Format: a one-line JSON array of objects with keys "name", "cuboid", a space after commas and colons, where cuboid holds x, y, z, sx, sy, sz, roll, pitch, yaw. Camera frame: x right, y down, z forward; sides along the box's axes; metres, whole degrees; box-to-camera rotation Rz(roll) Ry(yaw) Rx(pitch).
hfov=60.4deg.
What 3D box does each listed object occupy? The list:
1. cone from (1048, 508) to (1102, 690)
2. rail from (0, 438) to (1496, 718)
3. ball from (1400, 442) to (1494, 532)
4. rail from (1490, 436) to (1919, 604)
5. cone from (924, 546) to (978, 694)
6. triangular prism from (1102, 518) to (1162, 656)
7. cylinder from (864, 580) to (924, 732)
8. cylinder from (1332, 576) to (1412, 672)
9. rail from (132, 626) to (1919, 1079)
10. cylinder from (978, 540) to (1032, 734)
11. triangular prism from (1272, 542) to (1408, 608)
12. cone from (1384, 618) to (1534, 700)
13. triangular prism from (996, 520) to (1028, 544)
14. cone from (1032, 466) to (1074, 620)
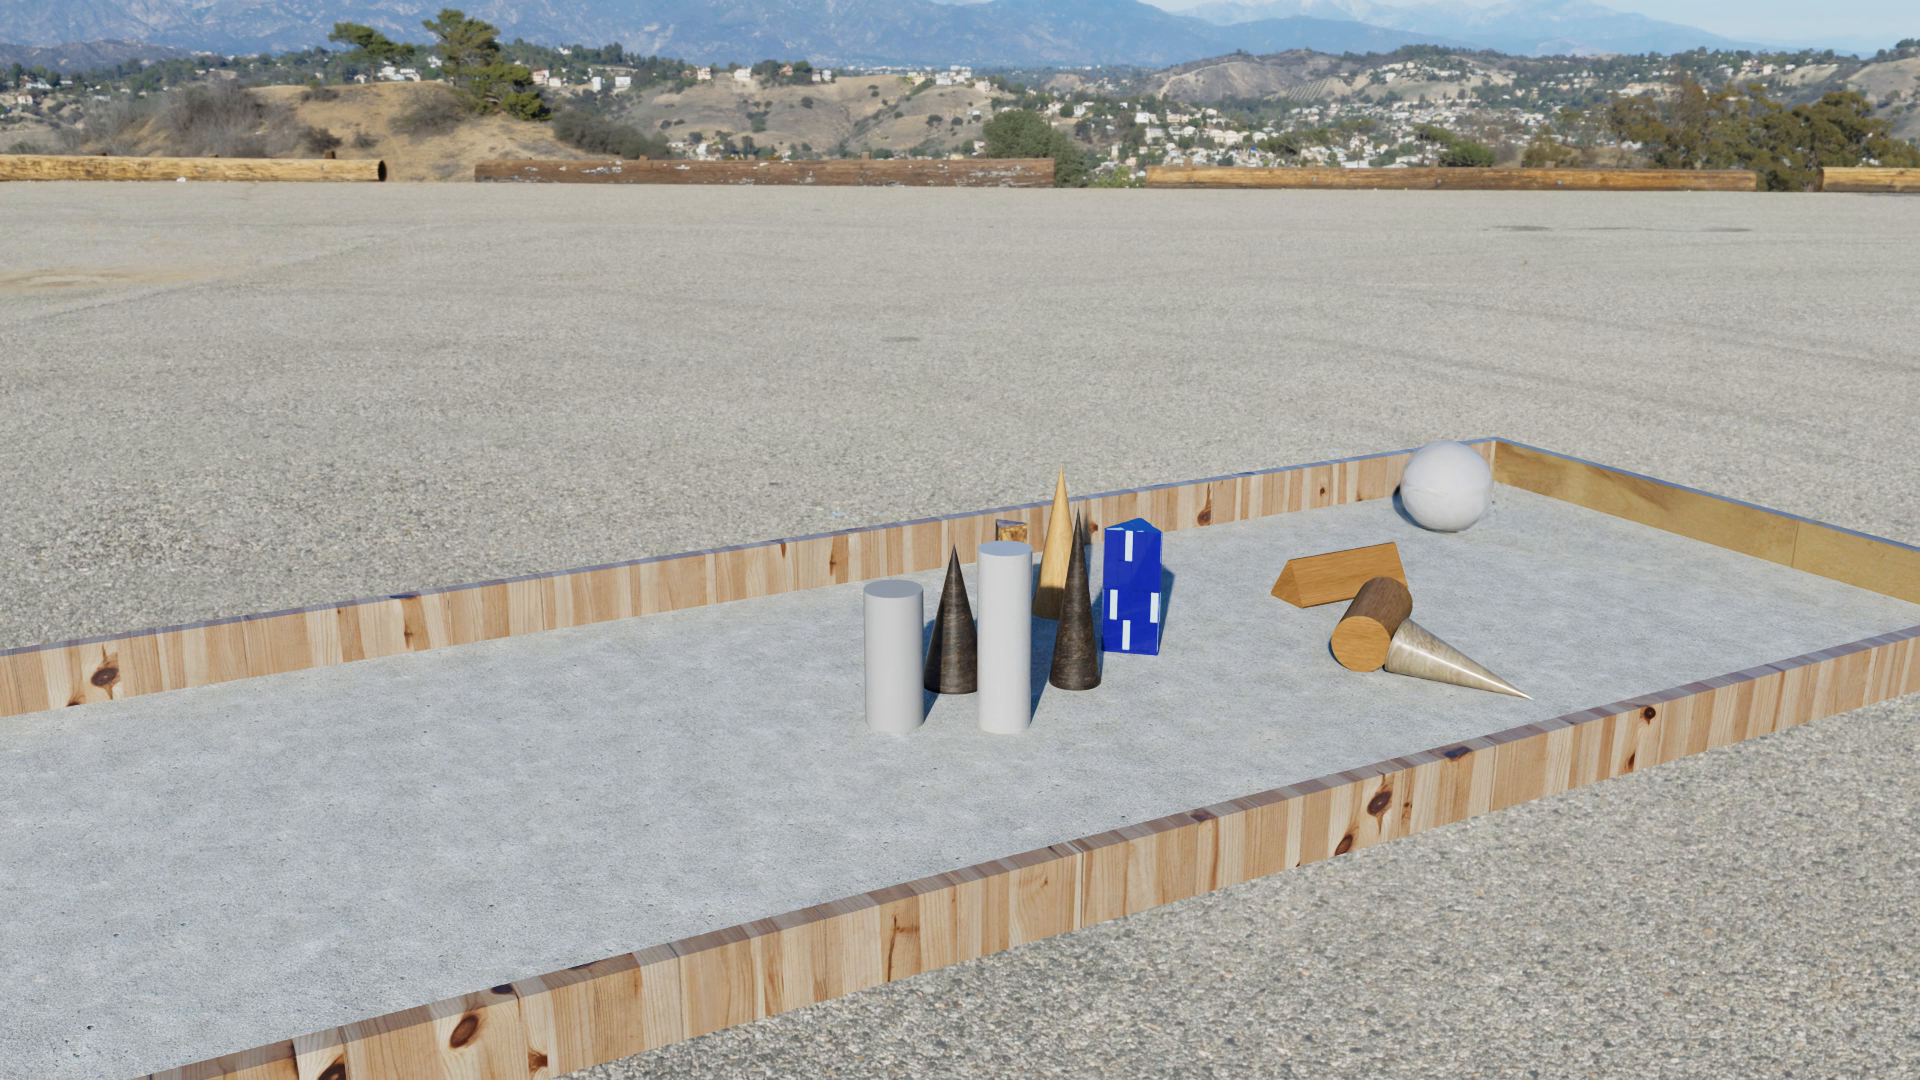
[{"name": "cone", "cuboid": [0.289, 0.135, 4.083, 0.132, 0.457, 0.132, 0, 16, 0]}, {"name": "rail", "cuboid": [-3.305, 0.497, 3.399, 12.000, 0.150, 0.050, -9, 18, -27]}, {"name": "ball", "cuboid": [1.600, -0.174, 5.422, 0.297, 0.297, 0.297, 0, 16, 0]}, {"name": "rail", "cuboid": [2.466, -0.048, 5.253, 0.050, 0.150, 2.100, -9, 18, -27]}, {"name": "cone", "cuboid": [-0.014, 0.181, 4.090, 0.172, 0.365, 0.172, 0, 16, 0]}, {"name": "triangular prism", "cuboid": [0.462, 0.119, 4.355, 0.149, 0.335, 0.129, 4, 17, 14]}, {"name": "cylinder", "cuboid": [-0.154, 0.270, 3.852, 0.139, 0.329, 0.139, 0, 16, 0]}, {"name": "cylinder", "cuboid": [1.089, 0.218, 4.345, 0.150, 0.150, 0.357, 7, 18, 22]}, {"name": "rail", "cuboid": [-2.336, 1.006, 1.665, 12.000, 0.150, 0.050, -9, 18, -27]}, {"name": "cylinder", "cuboid": [0.103, 0.225, 3.824, 0.126, 0.430, 0.126, 0, 16, 0]}, {"name": "triangular prism", "cuboid": [1.113, 0.090, 4.816, 0.392, 0.124, 0.143, -8, 19, -27]}, {"name": "cone", "cuboid": [1.258, 0.328, 4.111, 0.357, 0.146, 0.146, 23, 26, 28]}, {"name": "triangular prism", "cuboid": [0.117, 0.117, 4.353, 0.089, 0.340, 0.077, -11, 19, -32]}, {"name": "cone", "cuboid": [0.280, -0.005, 4.611, 0.158, 0.430, 0.158, 0, 16, 0]}]
